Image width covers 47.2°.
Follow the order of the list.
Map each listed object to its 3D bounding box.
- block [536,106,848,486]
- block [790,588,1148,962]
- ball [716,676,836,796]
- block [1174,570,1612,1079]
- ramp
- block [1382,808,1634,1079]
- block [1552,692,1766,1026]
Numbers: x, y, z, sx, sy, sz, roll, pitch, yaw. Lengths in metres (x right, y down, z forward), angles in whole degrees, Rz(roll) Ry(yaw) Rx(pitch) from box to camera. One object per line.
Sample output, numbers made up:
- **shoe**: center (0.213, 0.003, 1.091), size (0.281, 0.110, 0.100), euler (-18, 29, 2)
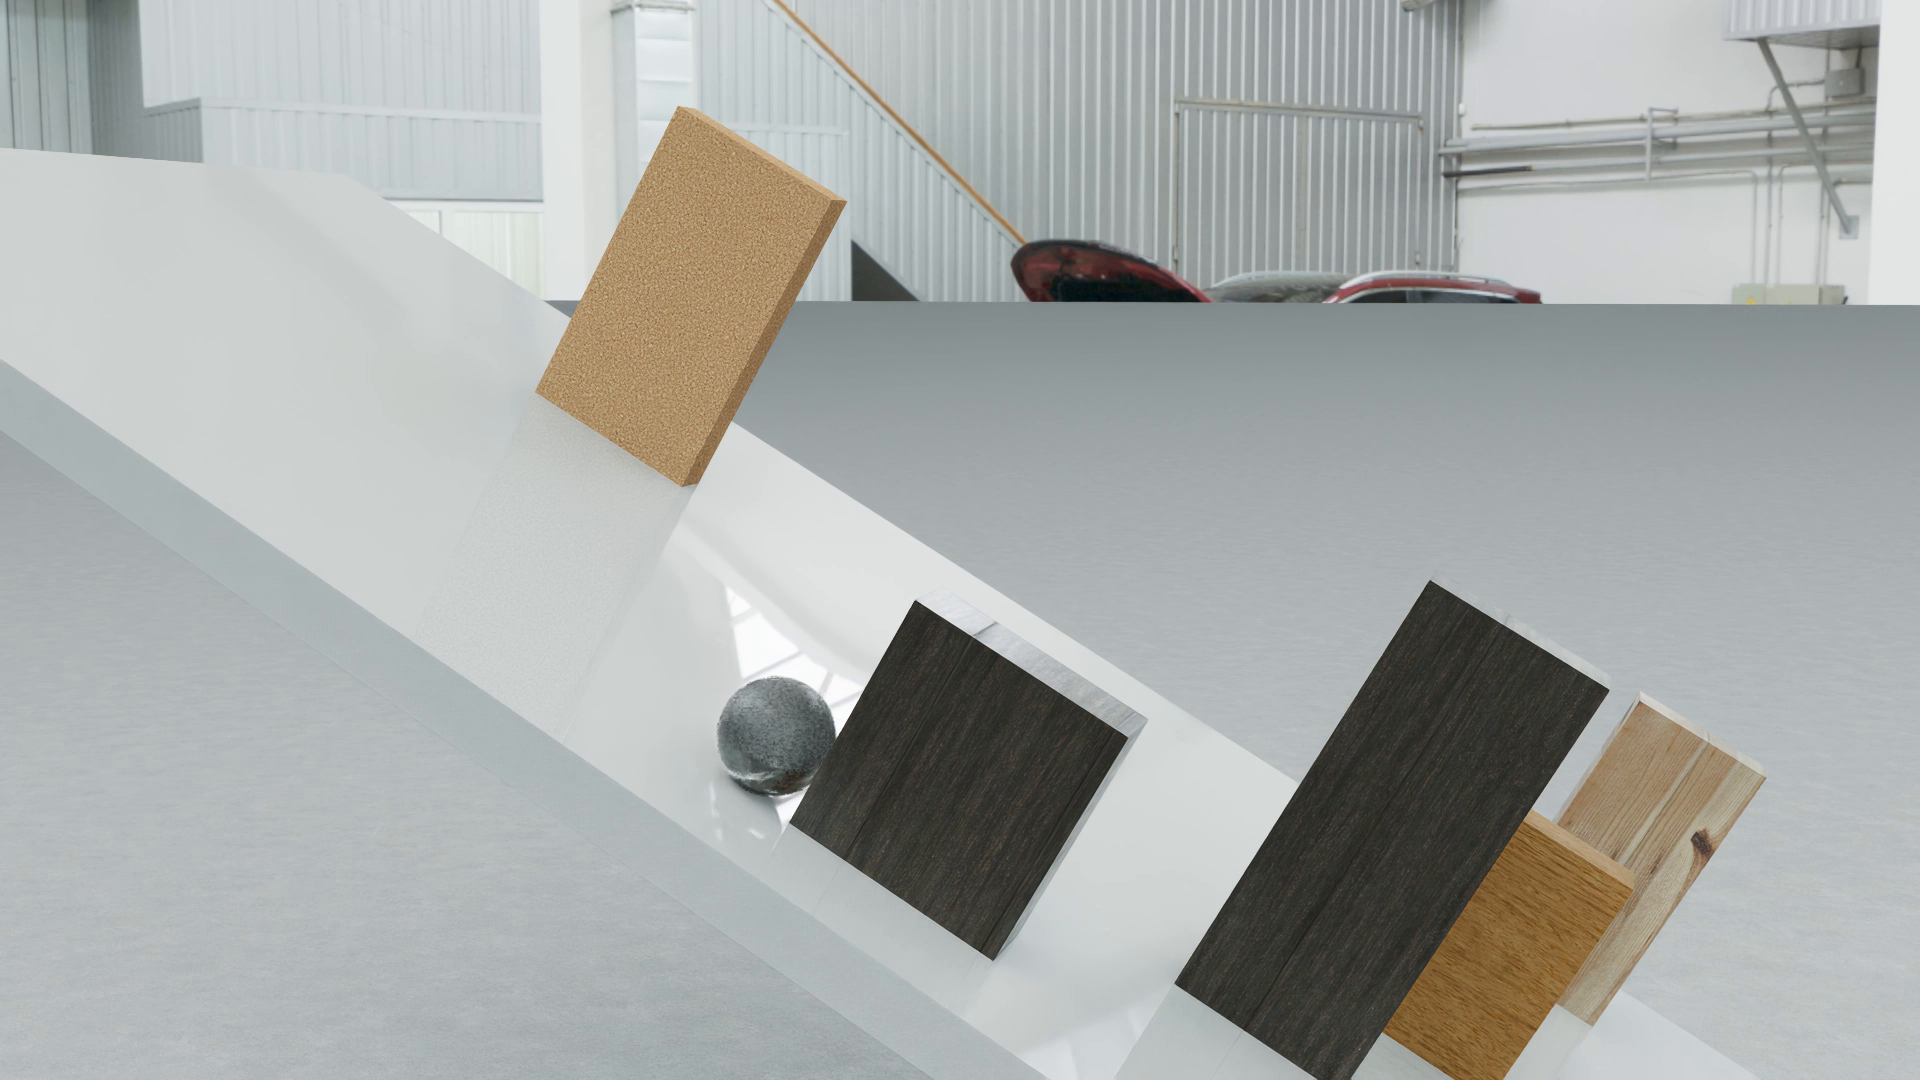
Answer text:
- **block**: center (-0.564, -0.502, 4.565), size (0.385, 0.678, 0.089), euler (32, 15, 11)
- **block**: center (0.012, 0.350, 3.329), size (0.375, 0.407, 0.137), euler (32, 15, 11)
- **ball**: center (-0.282, 0.301, 3.381), size (0.185, 0.185, 0.185), euler (0, 7, 0)
- **block**: center (0.677, 0.464, 3.477), size (0.312, 0.778, 0.118), euler (32, 15, 11)
- **ramp**: center (-0.184, 0.304, 4.128), size (4.000, 0.100, 2.000), euler (32, 15, 11)
- **block**: center (0.908, 0.690, 3.806), size (0.299, 0.453, 0.110), euler (32, 15, 11)
- **block**: center (1.325, 0.643, 4.438), size (0.278, 0.616, 0.113), euler (32, 15, 11)
